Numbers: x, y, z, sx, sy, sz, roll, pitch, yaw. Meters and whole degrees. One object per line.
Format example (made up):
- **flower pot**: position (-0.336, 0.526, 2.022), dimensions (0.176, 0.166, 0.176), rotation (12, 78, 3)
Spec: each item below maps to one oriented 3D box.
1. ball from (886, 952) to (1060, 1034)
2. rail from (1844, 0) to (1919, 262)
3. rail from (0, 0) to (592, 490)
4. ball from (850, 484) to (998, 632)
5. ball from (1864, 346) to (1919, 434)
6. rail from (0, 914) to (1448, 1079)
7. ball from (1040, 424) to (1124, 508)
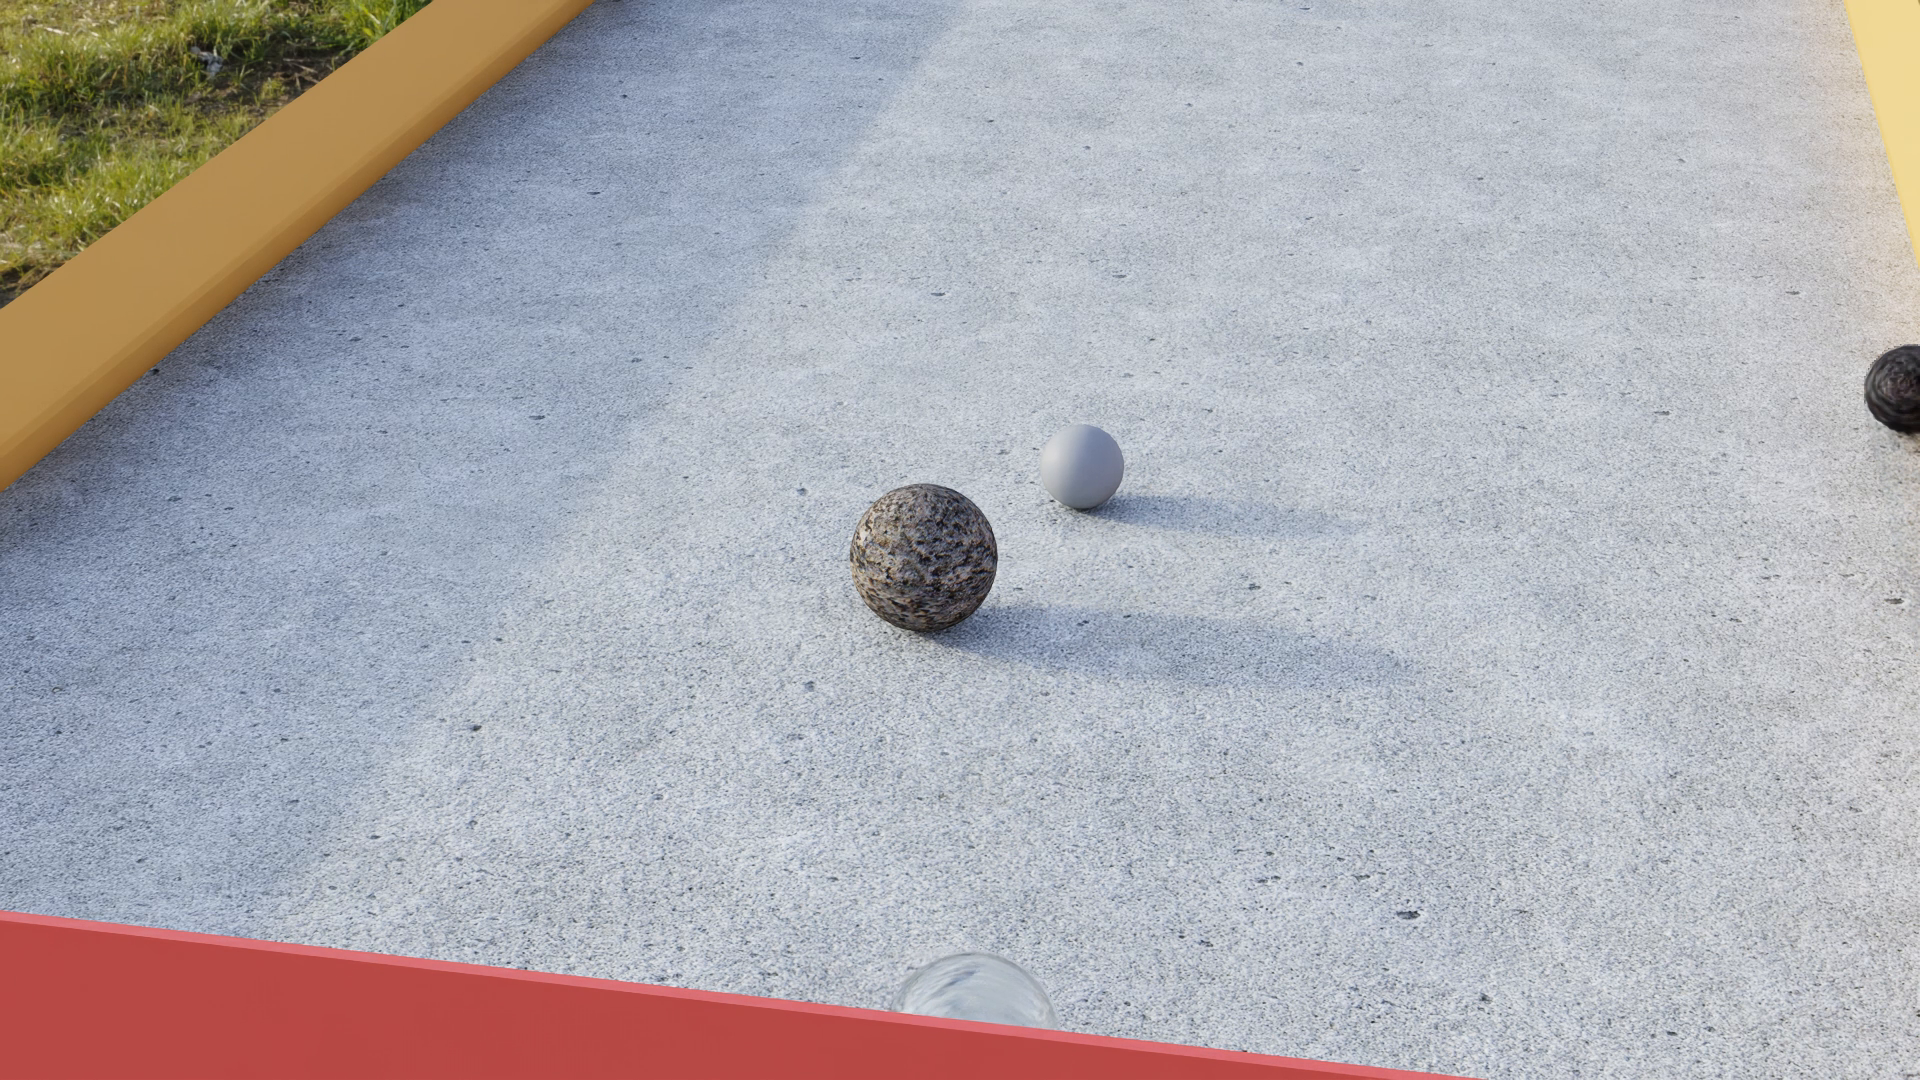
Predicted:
- **ball**: position (0.005, 0.237, 1.392), dimensions (0.085, 0.085, 0.085), rotation (0, 25, 0)
- **rail**: position (0.788, -0.238, 2.361), dimensions (0.045, 0.122, 2.630), rotation (5, 26, 10)
- **rail**: position (-0.531, -0.350, 2.599), dimensions (0.045, 0.122, 2.630), rotation (5, 26, 10)
- **ball**: position (-0.023, 0.011, 1.864), dimensions (0.094, 0.094, 0.094), rotation (0, 25, 0)
- **ball**: position (0.698, -0.111, 2.160), dimensions (0.064, 0.064, 0.064), rotation (0, 25, 0)
- **rail**: position (-0.124, 0.243, 1.333), dimensions (1.393, 0.122, 0.045), rotation (5, 26, 10)
- **ball**: position (0.085, -0.051, 2.039), dimensions (0.059, 0.059, 0.059), rotation (0, 25, 0)
